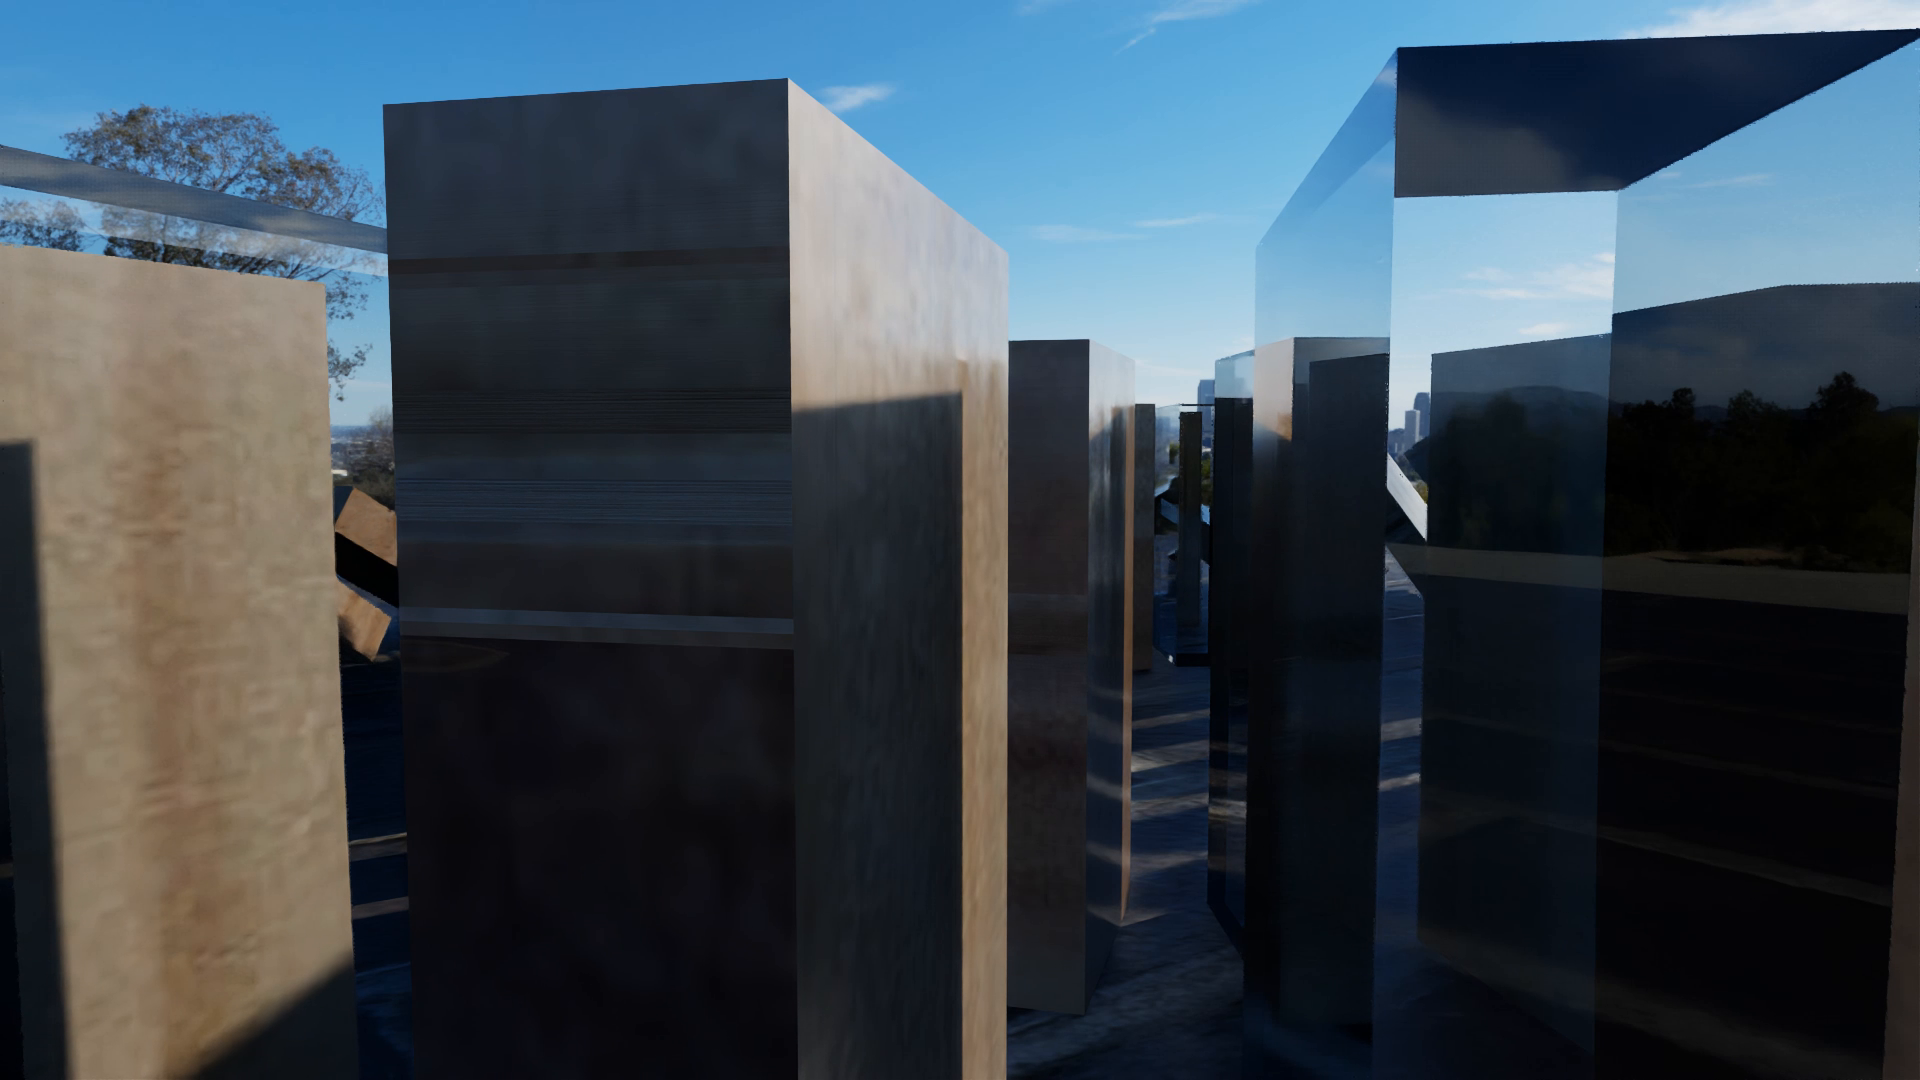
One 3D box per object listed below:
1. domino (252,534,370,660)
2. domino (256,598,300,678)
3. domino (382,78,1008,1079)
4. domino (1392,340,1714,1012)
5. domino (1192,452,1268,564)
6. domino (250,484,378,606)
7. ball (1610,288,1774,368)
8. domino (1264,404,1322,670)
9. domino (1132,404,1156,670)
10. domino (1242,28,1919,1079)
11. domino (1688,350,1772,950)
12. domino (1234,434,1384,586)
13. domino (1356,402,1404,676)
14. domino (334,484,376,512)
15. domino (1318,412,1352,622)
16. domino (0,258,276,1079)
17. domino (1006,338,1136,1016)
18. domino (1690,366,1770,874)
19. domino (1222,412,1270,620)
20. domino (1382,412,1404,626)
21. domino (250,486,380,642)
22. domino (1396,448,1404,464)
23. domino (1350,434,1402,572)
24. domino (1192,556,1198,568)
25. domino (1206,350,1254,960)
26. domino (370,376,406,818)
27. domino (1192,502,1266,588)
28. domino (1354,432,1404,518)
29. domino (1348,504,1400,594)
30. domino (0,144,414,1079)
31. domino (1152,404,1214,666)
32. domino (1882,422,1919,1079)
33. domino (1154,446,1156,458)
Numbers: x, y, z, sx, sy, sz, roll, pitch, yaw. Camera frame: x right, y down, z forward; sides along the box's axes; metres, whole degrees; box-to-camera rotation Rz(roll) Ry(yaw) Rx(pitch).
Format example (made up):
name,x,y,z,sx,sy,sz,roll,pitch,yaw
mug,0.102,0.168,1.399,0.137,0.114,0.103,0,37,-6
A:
name,x,y,z,sx,sy,sz,roll,pitch,yaw
domino,-0.137,0.007,0.238,0.025,0.010,0.050,1,-29,18
domino,-0.140,0.008,0.219,0.025,0.009,0.050,1,-32,13
domino,-0.005,0.014,0.041,0.010,0.050,0.025,1,4,13
domino,0.048,0.009,0.108,0.010,0.050,0.025,-1,4,-13
domino,0.091,-0.007,0.394,0.050,0.010,0.025,47,26,26
domino,-0.126,0.005,0.276,0.025,0.009,0.050,2,-27,27
ball,0.189,-0.021,0.313,0.080,0.080,0.080,0,4,0
domino,0.066,-0.001,0.254,0.010,0.050,0.025,1,4,14
domino,0.026,-0.001,0.250,0.010,0.050,0.025,-2,5,-28
domino,0.015,0.015,0.038,0.009,0.050,0.025,1,4,7
domino,0.067,0.009,0.114,0.010,0.050,0.025,-2,5,-23
domino,0.104,-0.009,0.384,0.010,0.050,0.025,-41,-19,29
domino,0.085,-0.001,0.246,0.009,0.050,0.025,3,5,31
domino,-0.118,0.004,0.295,0.025,0.010,0.050,3,-26,33
domino,0.092,-0.006,0.318,0.010,0.050,0.025,1,4,16
domino,-0.044,0.013,0.054,0.009,0.050,0.025,2,5,24
domino,0.008,0.010,0.107,0.010,0.050,0.025,1,4,15
domino,0.085,0.008,0.124,0.009,0.050,0.025,-3,5,-37
domino,0.072,-0.007,0.322,0.010,0.050,0.025,1,4,7
domino,0.110,-0.006,0.310,0.010,0.050,0.025,2,5,29
domino,-0.132,0.006,0.257,0.025,0.010,0.050,2,-28,23
domino,0.143,-0.007,0.356,0.010,0.050,0.025,-41,-19,30
domino,0.125,-0.008,0.372,0.010,0.050,0.025,-41,-19,30
domino,0.050,-0.004,0.398,0.050,0.010,0.025,32,9,7
domino,0.028,0.010,0.105,0.010,0.050,0.025,0,4,-2
domino,-0.056,0.006,0.154,0.025,0.050,0.010,-2,5,-29
domino,0.071,-0.004,0.396,0.050,0.009,0.025,36,16,17
domino,0.134,-0.007,0.363,0.010,0.050,0.025,-41,-19,30
domino,0.115,-0.009,0.378,0.009,0.050,0.025,-41,-18,29
domino,-0.025,0.014,0.047,0.010,0.050,0.025,1,5,18
domino,0.046,-0.002,0.256,0.009,0.050,0.025,0,4,-2
domino,0.035,0.015,0.037,0.010,0.050,0.025,0,4,0
domino,0.052,-0.007,0.323,0.010,0.050,0.025,0,4,0
